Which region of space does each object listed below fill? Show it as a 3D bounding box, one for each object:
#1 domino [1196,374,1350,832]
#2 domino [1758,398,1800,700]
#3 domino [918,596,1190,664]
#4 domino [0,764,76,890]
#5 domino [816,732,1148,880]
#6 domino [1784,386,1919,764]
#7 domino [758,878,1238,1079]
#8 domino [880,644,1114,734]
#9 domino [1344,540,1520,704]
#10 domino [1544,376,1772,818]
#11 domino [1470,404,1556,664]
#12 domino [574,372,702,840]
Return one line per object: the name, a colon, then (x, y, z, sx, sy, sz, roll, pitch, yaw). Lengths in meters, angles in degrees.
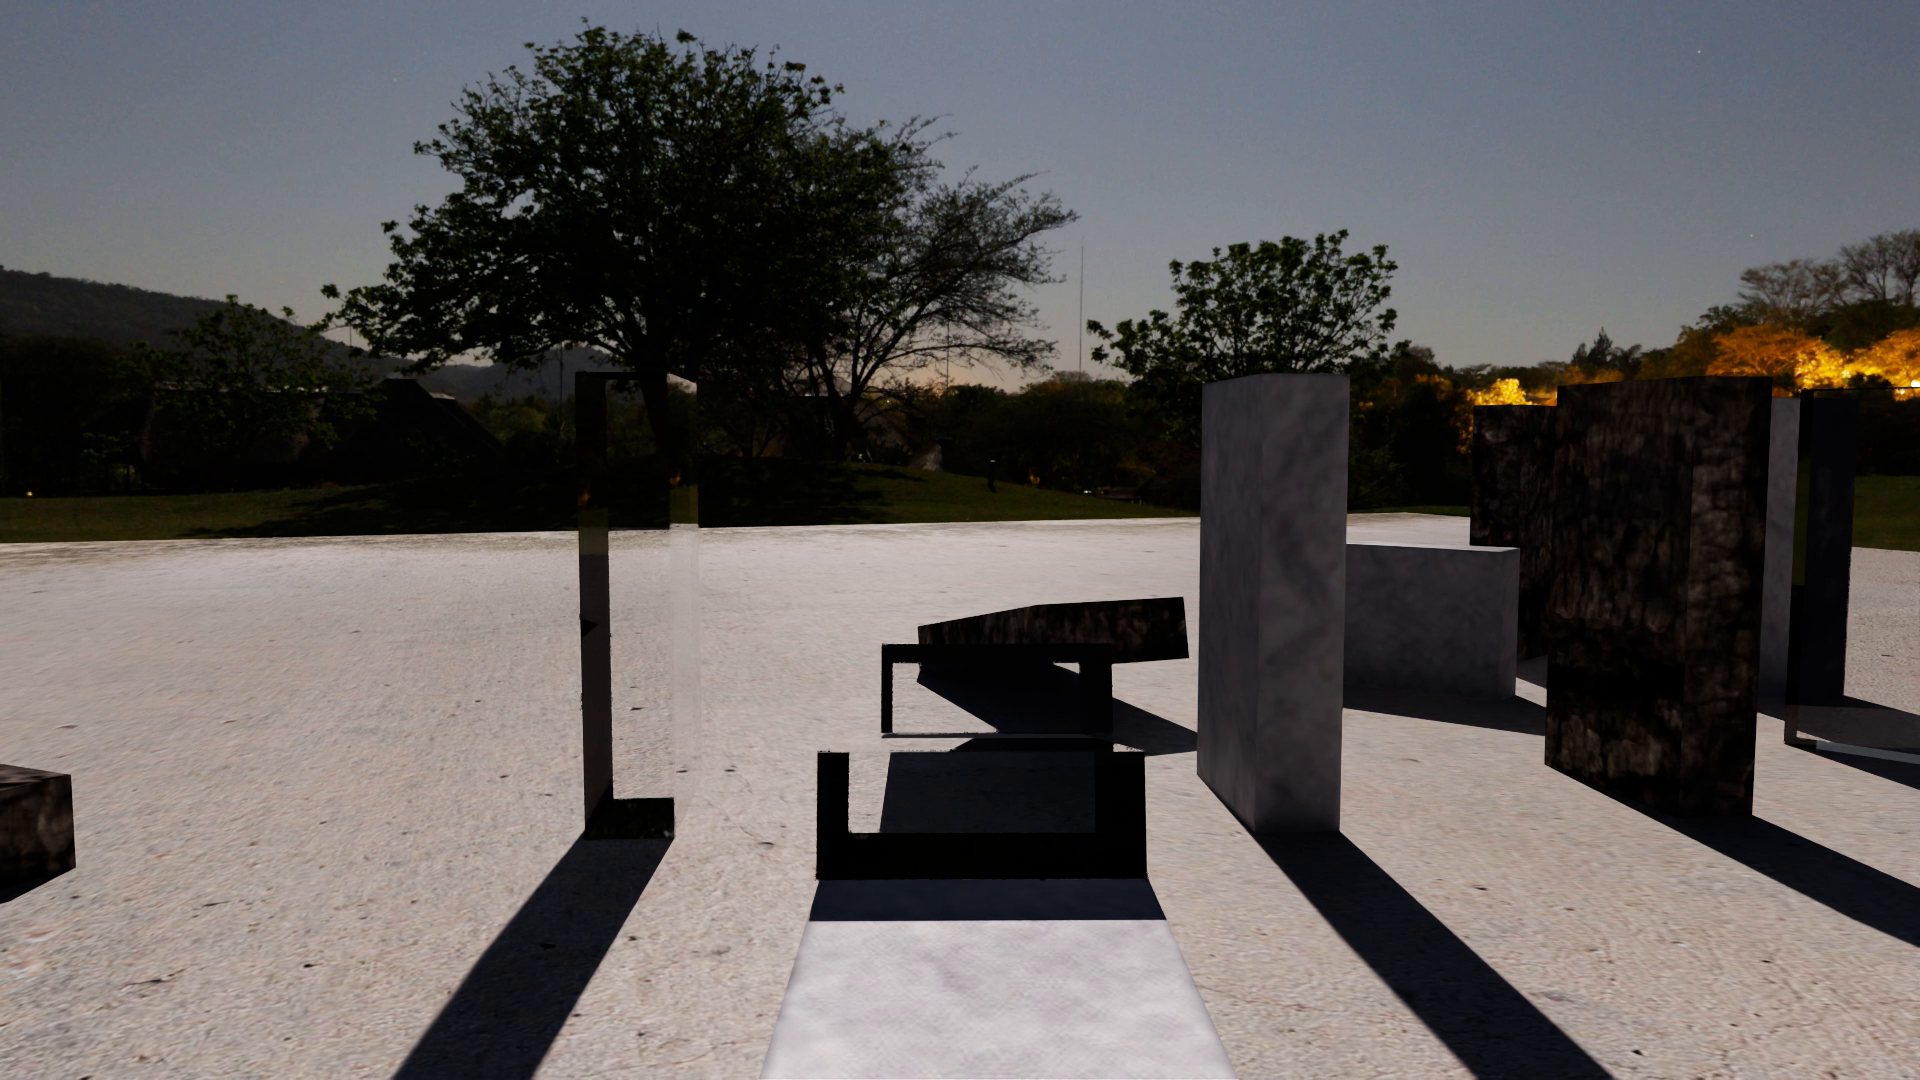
domino: (0.036, 0.006, 0.151, 0.009, 0.050, 0.025, 0, 4, -4)
domino: (0.139, 0.001, 0.218, 0.025, 0.050, 0.009, -2, 5, -20)
domino: (0.014, 0.017, 0.215, 0.025, 0.009, 0.050, -2, -6, -23)
domino: (-0.110, 0.030, 0.111, 0.025, 0.009, 0.050, 2, 5, 23)
domino: (0.001, 0.024, 0.122, 0.025, 0.009, 0.050, 0, -7, -1)
domino: (0.129, 0.004, 0.174, 0.010, 0.050, 0.025, -4, 6, -42)
domino: (0.002, 0.032, 0.073, 0.025, 0.009, 0.050, 0, 4, 0)
domino: (0.004, 0.020, 0.163, 0.025, 0.009, 0.050, 0, -9, -1)
domino: (0.072, 0.013, 0.229, 0.050, 0.025, 0.009, 4, 6, 40)
domino: (0.084, 0.006, 0.157, 0.009, 0.050, 0.025, -1, 4, -9)
domino: (0.113, -0.002, 0.258, 0.025, 0.050, 0.010, -4, 6, -44)
domino: (-0.037, 0.006, 0.149, 0.009, 0.050, 0.025, 0, 4, -5)
